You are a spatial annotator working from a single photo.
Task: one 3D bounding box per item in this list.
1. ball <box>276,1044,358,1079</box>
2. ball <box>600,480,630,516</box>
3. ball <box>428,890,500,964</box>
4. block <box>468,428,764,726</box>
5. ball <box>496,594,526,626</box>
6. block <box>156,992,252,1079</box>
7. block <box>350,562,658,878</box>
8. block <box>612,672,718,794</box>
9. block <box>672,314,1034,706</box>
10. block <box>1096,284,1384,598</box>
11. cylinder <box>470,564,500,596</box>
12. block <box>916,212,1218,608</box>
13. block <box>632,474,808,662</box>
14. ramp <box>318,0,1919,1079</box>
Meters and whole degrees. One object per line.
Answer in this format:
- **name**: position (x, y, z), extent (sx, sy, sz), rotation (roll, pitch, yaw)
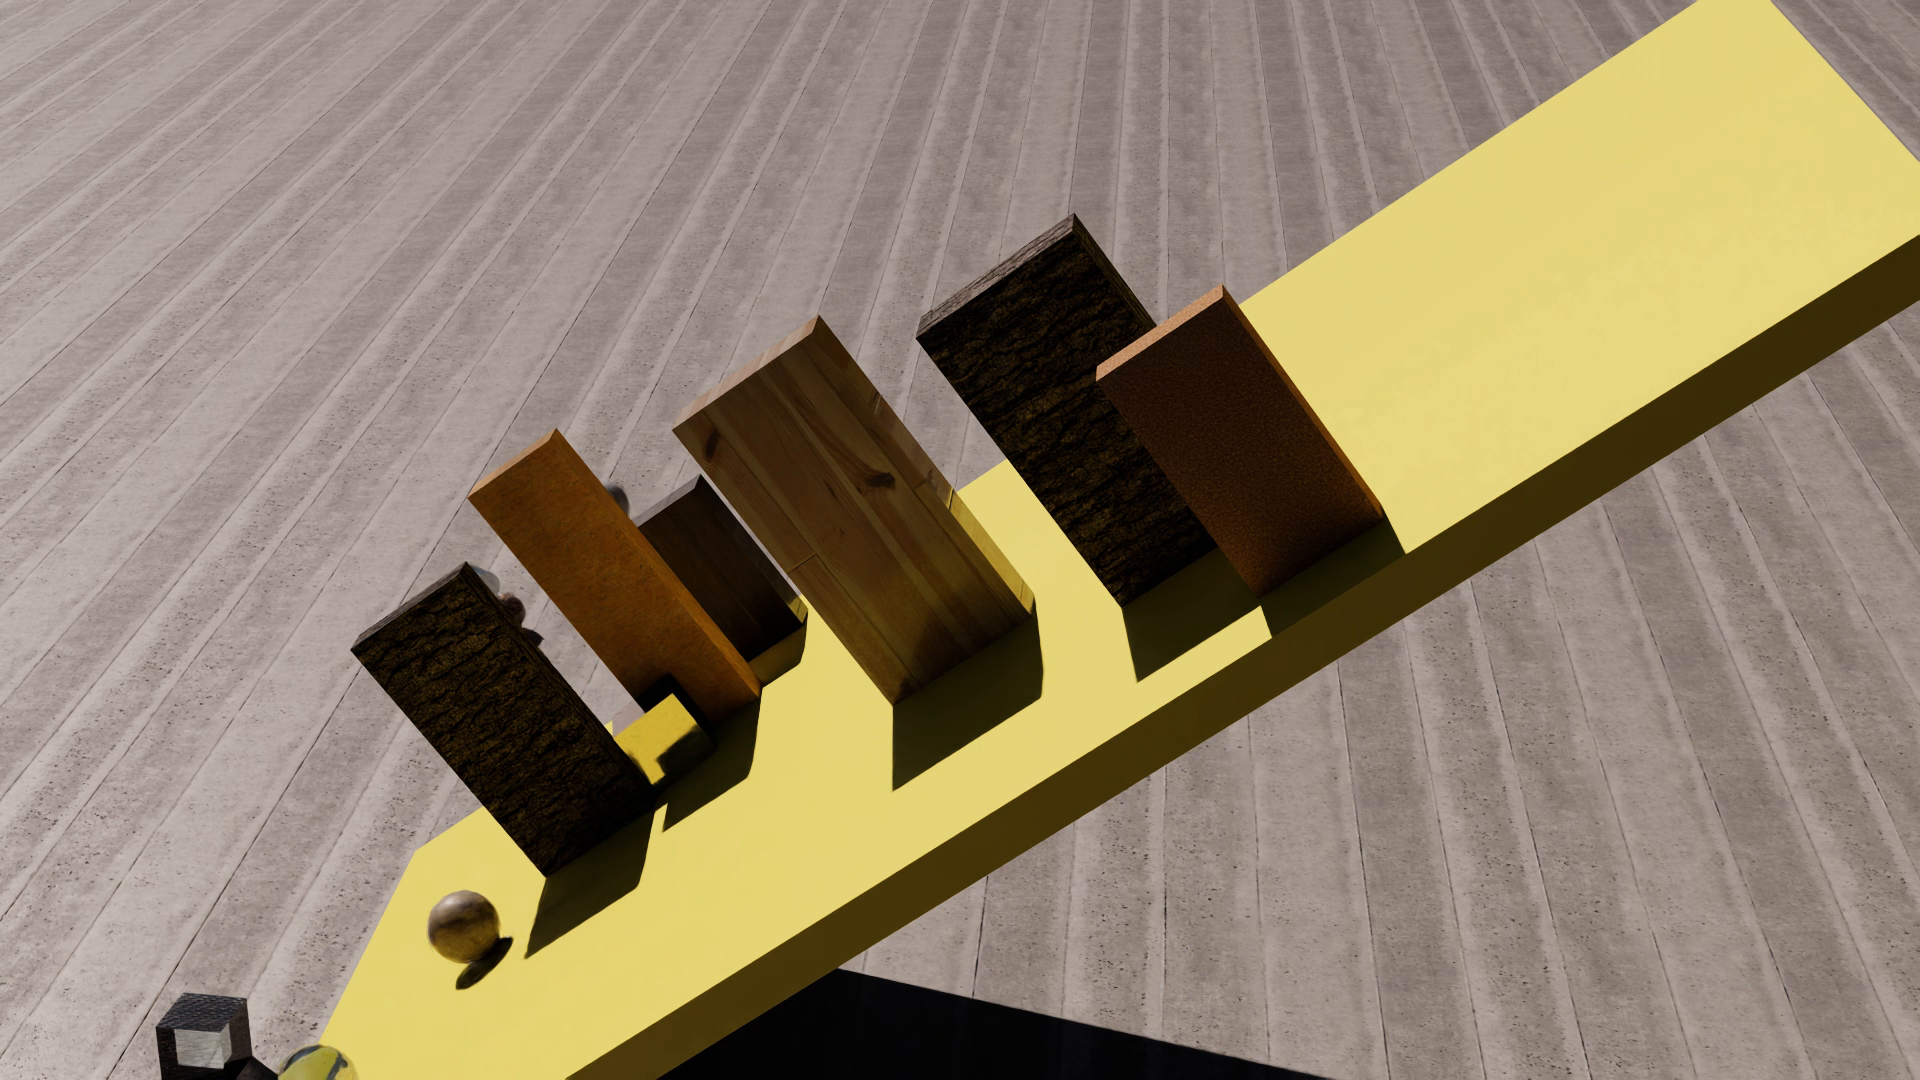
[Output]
- **ball**: position (-1.376, 1.169, 6.298), extent (0.175, 0.175, 0.175), rotation (0, 22, 0)
- **ball**: position (-1.224, -0.109, 10.027), extent (0.197, 0.197, 0.197), rotation (0, 22, 0)
- **ball**: position (-1.113, 0.868, 6.602), extent (0.164, 0.164, 0.164), rotation (0, 22, 0)
- **block**: position (-0.801, 0.121, 6.881), extent (0.246, 0.786, 0.088), rotation (-33, 16, 16)
- **ball**: position (-1.433, 0.231, 9.287), extent (0.120, 0.120, 0.120), rotation (0, 22, 0)
- **block**: position (-1.771, 1.176, 6.896), extent (0.158, 0.158, 0.158), rotation (4, 22, 9)
- **block**: position (-1.035, 0.415, 6.713), extent (0.320, 0.703, 0.085), rotation (-33, 16, 16)
- **block**: position (-0.687, 0.448, 6.844), extent (0.172, 0.172, 0.172), rotation (-37, 15, 2)
- **block**: position (-0.216, -0.055, 6.135), extent (0.365, 0.759, 0.123), rotation (-33, 16, 16)
- **block**: position (0.508, -0.175, 5.329), extent (0.274, 0.515, 0.084), rotation (-33, 16, 16)
- **cylinder**: position (-1.567, 0.145, 9.513), extent (0.111, 0.111, 0.111), rotation (20, 29, 40)
- **block**: position (0.269, -0.248, 5.746), extent (0.369, 0.686, 0.131), rotation (-33, 16, 16)
- **block**: position (-0.619, 0.098, 7.204), extent (0.282, 0.436, 0.104), rotation (-33, 16, 16)
- **ramp**: position (0.132, 0.176, 6.314), extent (4.000, 0.100, 2.000), rotation (-33, 16, 16)
